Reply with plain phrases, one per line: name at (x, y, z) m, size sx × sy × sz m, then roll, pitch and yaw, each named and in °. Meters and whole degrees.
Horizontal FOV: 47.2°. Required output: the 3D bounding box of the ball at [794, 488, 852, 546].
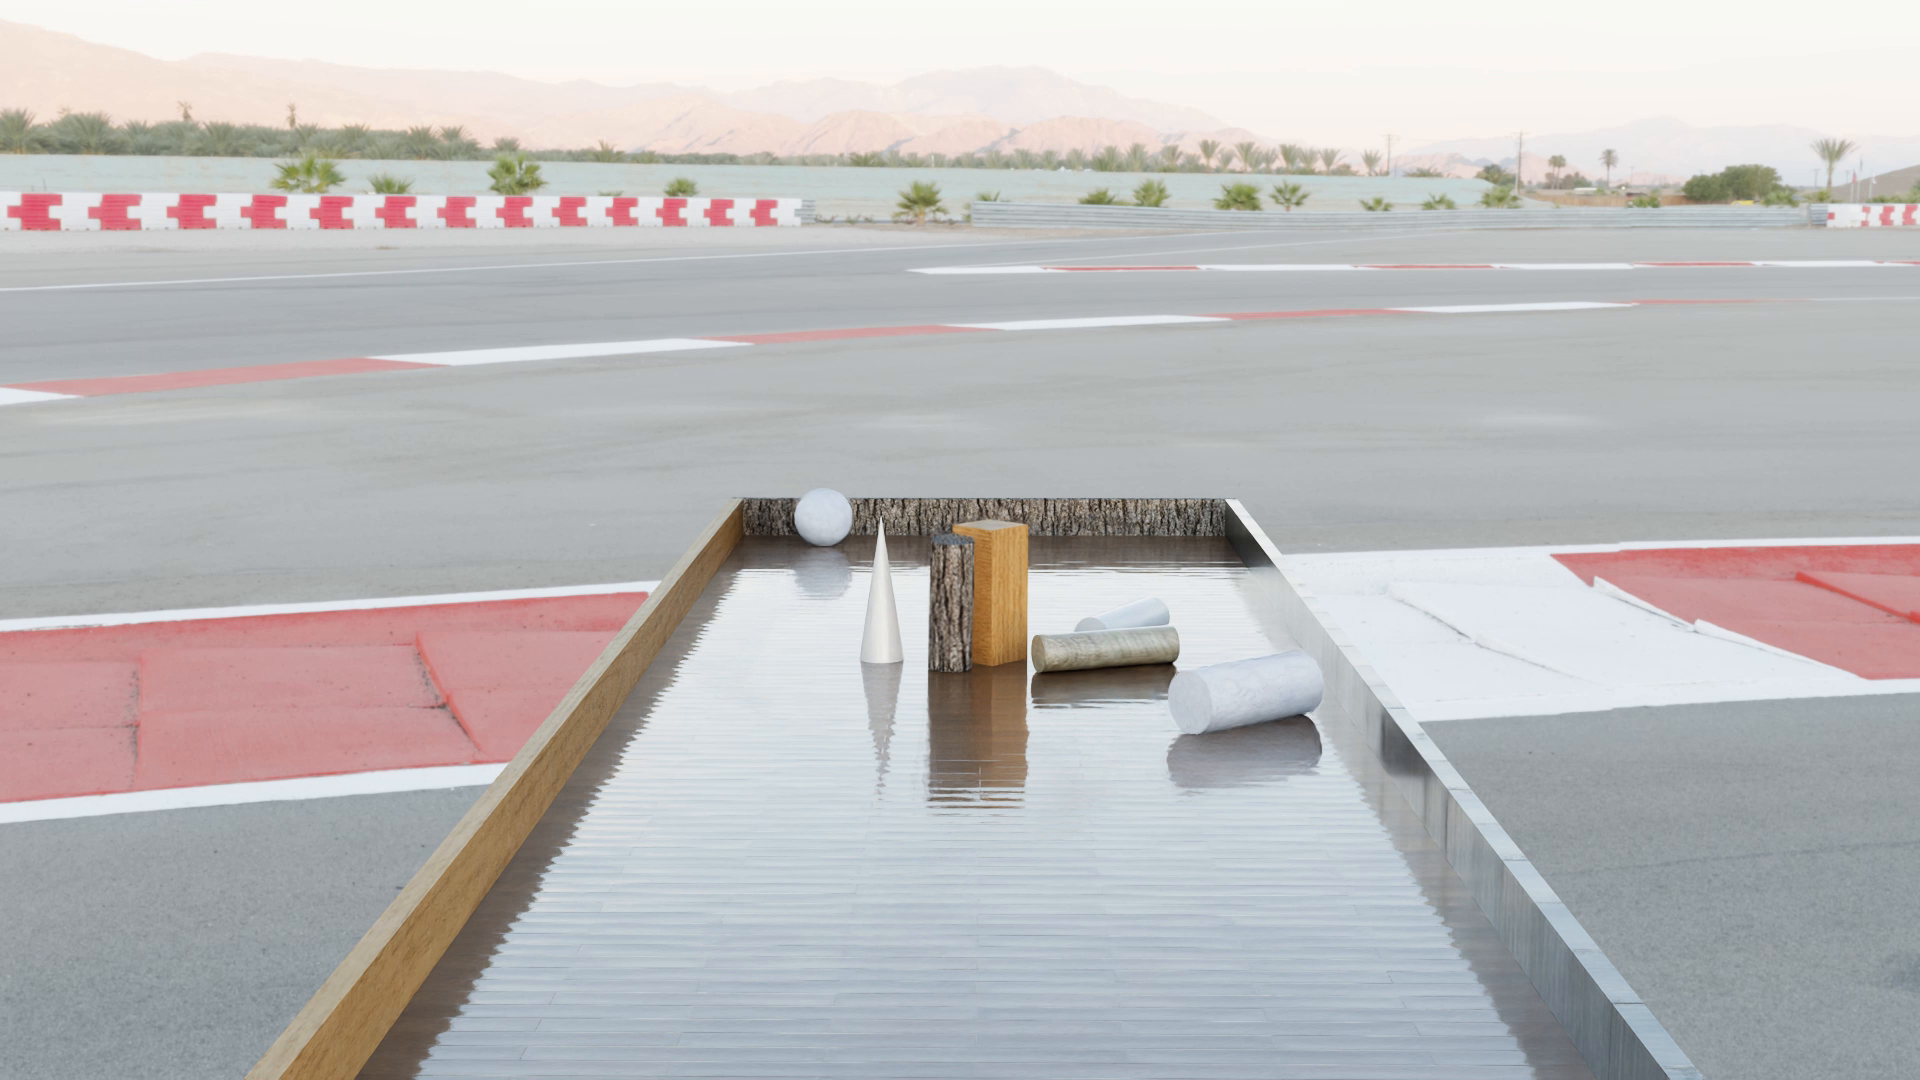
ball at (-0.548, -0.092, 8.844) m, size 0.234 × 0.234 × 0.234 m, roll 0°, pitch 9°, yaw 0°

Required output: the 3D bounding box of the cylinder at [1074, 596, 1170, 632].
cylinder at (0.510, 0.271, 6.897) m, size 0.126 × 0.126 × 0.415 m, roll 5°, pitch 10°, yaw 31°

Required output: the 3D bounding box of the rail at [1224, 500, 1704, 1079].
rail at (1.046, 0.843, 3.208) m, size 0.050 × 0.150 × 12.000 m, roll 0°, pitch 9°, yaw 1°

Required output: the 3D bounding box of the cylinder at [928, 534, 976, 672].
cylinder at (-0.026, 0.188, 6.536) m, size 0.132 × 0.392 × 0.132 m, roll 1°, pitch 14°, yaw 0°

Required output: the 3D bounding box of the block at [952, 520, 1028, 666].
block at (0.092, 0.158, 6.692) m, size 0.161 × 0.413 × 0.161 m, roll 8°, pitch 12°, yaw 43°

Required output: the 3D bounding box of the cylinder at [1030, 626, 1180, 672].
cylinder at (0.437, 0.326, 6.591) m, size 0.437 × 0.113 × 0.113 m, roll -3°, pitch 10°, yaw -19°

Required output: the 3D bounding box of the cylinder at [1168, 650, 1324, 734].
cylinder at (0.768, 0.407, 5.892) m, size 0.408 × 0.172 × 0.172 m, roll -7°, pitch 11°, yaw -36°

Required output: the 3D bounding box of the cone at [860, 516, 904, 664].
cone at (-0.239, 0.144, 6.690) m, size 0.139 × 0.442 × 0.139 m, roll 0°, pitch 9°, yaw 0°

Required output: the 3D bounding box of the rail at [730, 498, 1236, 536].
rail at (0.099, -0.098, 9.147) m, size 2.100 × 0.150 × 0.050 m, roll 0°, pitch 9°, yaw 1°

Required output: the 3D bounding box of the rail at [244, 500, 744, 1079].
rail at (-1.004, 0.839, 3.234) m, size 0.050 × 0.150 × 12.000 m, roll 0°, pitch 9°, yaw 1°
